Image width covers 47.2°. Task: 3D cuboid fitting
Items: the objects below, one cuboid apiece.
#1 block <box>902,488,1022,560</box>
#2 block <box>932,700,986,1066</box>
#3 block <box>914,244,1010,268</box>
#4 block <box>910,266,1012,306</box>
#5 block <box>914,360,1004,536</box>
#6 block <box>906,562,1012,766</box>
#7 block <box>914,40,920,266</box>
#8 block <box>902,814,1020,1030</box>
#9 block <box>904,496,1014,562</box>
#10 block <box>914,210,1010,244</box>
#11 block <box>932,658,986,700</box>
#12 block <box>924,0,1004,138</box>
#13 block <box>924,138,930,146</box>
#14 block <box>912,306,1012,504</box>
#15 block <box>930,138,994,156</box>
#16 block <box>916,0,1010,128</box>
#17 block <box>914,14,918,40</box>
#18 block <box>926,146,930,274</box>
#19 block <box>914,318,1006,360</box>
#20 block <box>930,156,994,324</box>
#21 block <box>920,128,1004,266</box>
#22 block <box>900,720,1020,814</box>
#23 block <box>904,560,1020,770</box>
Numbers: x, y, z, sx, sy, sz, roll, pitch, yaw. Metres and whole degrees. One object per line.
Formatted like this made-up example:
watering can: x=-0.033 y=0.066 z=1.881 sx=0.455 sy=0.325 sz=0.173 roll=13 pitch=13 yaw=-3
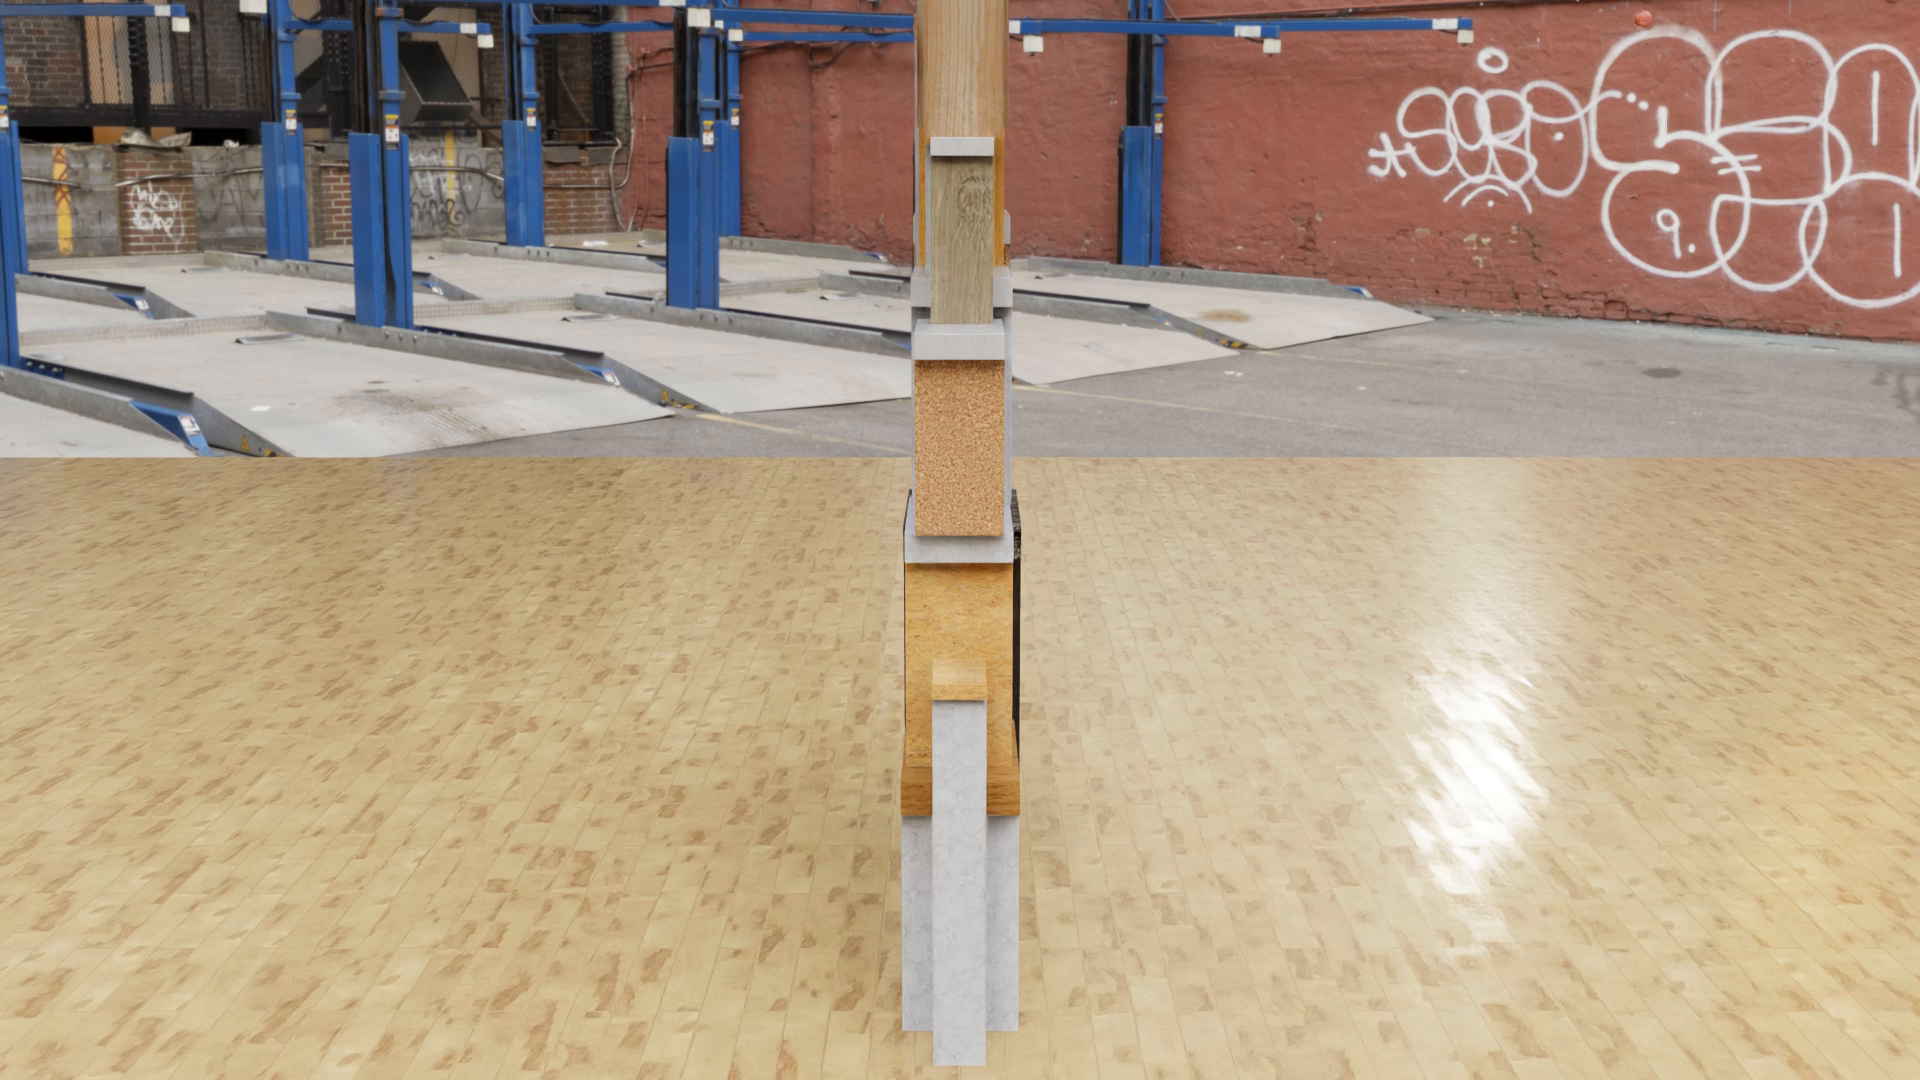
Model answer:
block: x=0.004 y=-0.028 z=3.481 sx=0.178 sy=0.050 sz=0.355 roll=0 pitch=11 yaw=0
block: x=-0.001 y=0.459 z=2.956 sx=0.072 sy=0.517 sz=0.020 roll=0 pitch=11 yaw=0
block: x=0.003 y=-0.351 z=3.823 sx=0.165 sy=0.330 sz=0.047 roll=0 pitch=11 yaw=0
block: x=0.003 y=-0.379 z=3.279 sx=0.145 sy=0.041 sz=0.291 roll=0 pitch=10 yaw=0
block: x=0.000 y=-0.127 z=2.969 sx=0.120 sy=0.240 sz=0.034 roll=0 pitch=11 yaw=0
block: x=-0.001 y=0.168 z=3.079 sx=0.148 sy=0.297 sz=0.042 roll=0 pitch=11 yaw=0
block: x=-0.002 y=-0.560 z=3.681 sx=0.145 sy=0.539 sz=0.041 roll=0 pitch=10 yaw=1
block: x=0.000 y=0.529 z=3.102 sx=0.164 sy=0.328 sz=0.046 roll=0 pitch=11 yaw=0
block: x=-0.001 y=-0.017 z=3.145 sx=0.148 sy=0.042 sz=0.297 roll=0 pitch=11 yaw=0
block: x=0.003 y=-0.556 z=3.897 sx=0.165 sy=0.047 sz=0.330 roll=0 pitch=11 yaw=0
block: x=-0.001 y=0.186 z=2.954 sx=0.072 sy=0.020 sz=0.143 roll=0 pitch=11 yaw=0
block: x=0.005 y=-0.678 z=3.052 sx=0.109 sy=0.233 sz=0.031 roll=0 pitch=10 yaw=0
block: x=-0.004 y=-0.598 z=3.255 sx=0.093 sy=0.026 sz=0.185 roll=0 pitch=10 yaw=0
block: x=0.002 y=-0.199 z=3.214 sx=0.145 sy=0.291 sz=0.041 roll=0 pitch=10 yaw=0
block: x=0.003 y=-0.551 z=3.076 sx=0.086 sy=0.024 sz=0.173 roll=0 pitch=11 yaw=0
block: x=0.005 y=-0.796 z=3.265 sx=0.136 sy=0.359 sz=0.039 roll=0 pitch=10 yaw=0
block: x=-0.002 y=-0.863 z=3.723 sx=0.145 sy=0.041 sz=0.290 roll=0 pitch=10 yaw=1
block: x=-0.004 y=-0.482 z=3.213 sx=0.093 sy=0.185 sz=0.026 roll=0 pitch=10 yaw=0
block: x=0.000 y=-0.277 z=3.022 sx=0.120 sy=0.034 sz=0.240 roll=0 pitch=11 yaw=0
block: x=0.003 y=-0.415 z=3.043 sx=0.086 sy=0.230 sz=0.024 roll=0 pitch=10 yaw=0
block: x=0.003 y=-0.557 z=3.406 sx=0.130 sy=0.261 sz=0.037 roll=0 pitch=10 yaw=0
block: x=0.001 y=0.325 z=3.176 sx=0.164 sy=0.046 sz=0.328 roll=0 pitch=11 yaw=0
block: x=0.003 y=0.265 z=3.414 sx=0.178 sy=0.501 sz=0.050 roll=0 pitch=10 yaw=0
